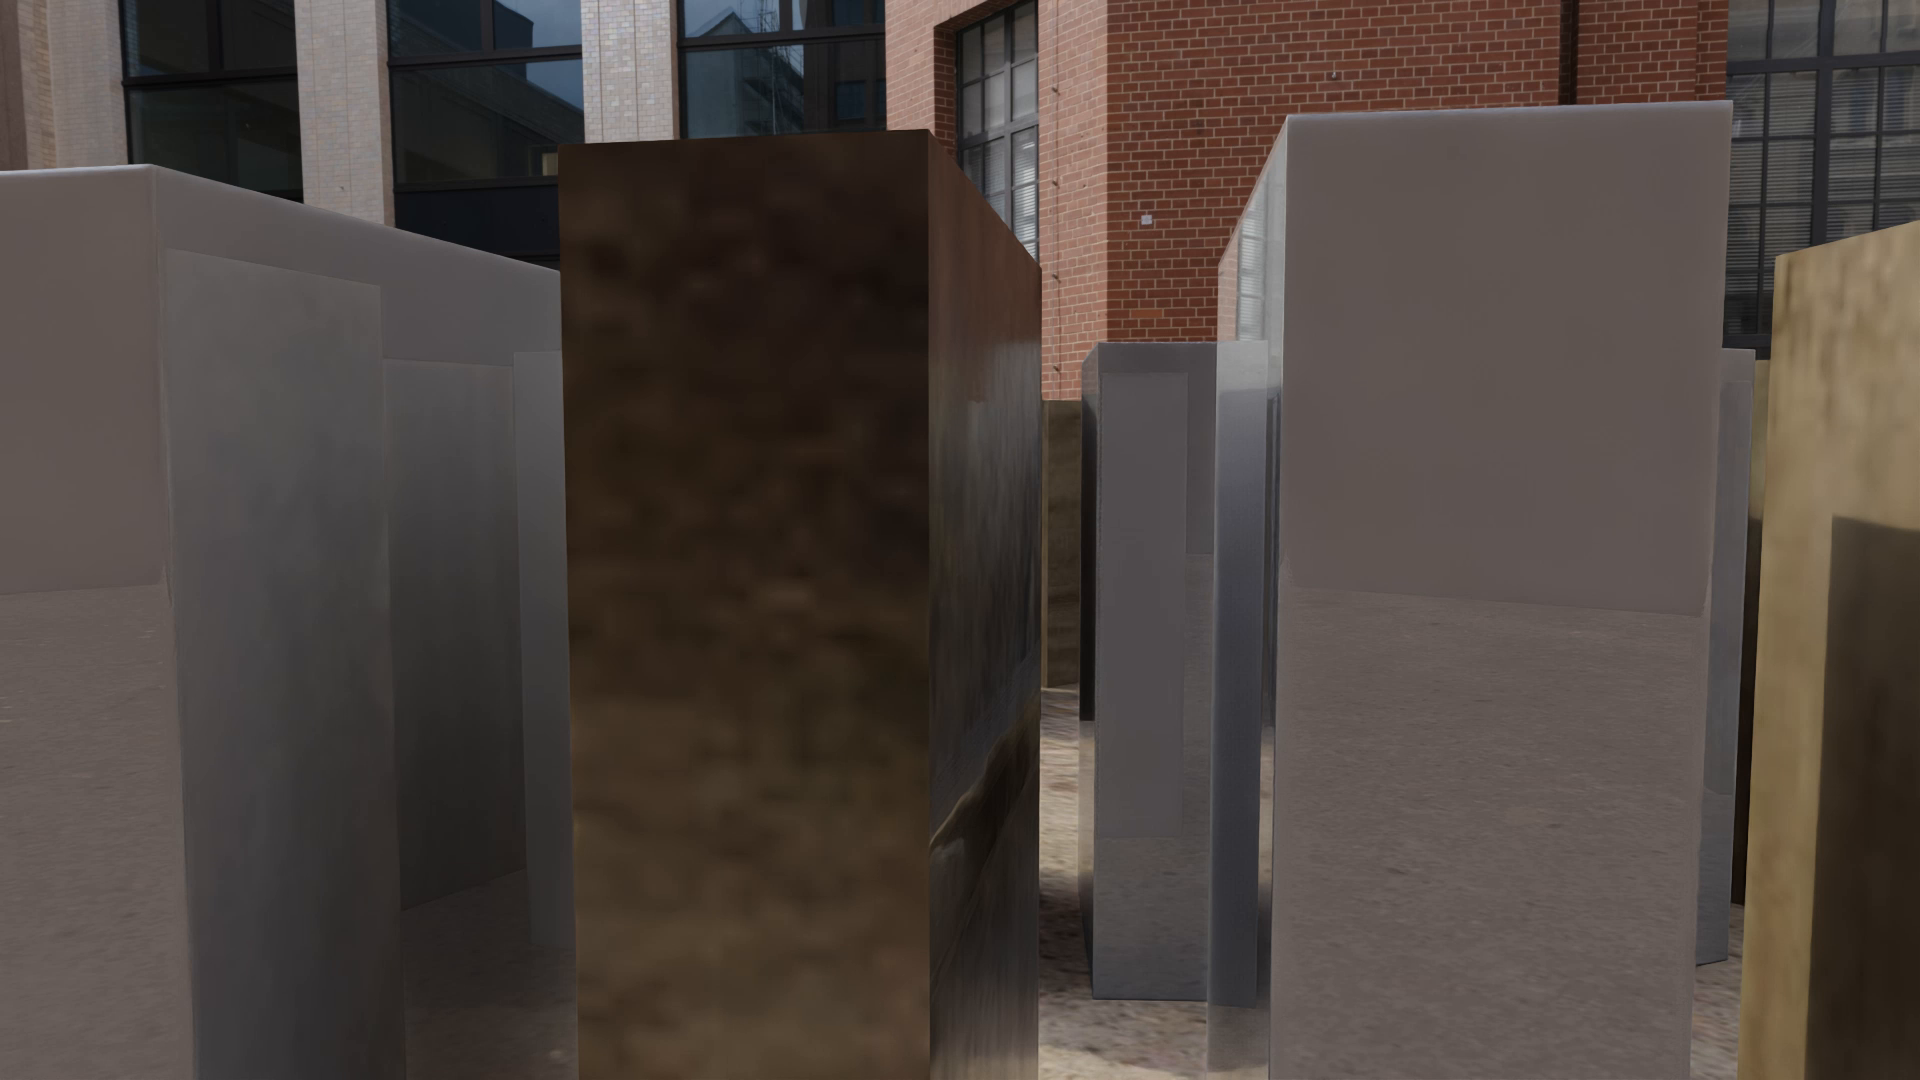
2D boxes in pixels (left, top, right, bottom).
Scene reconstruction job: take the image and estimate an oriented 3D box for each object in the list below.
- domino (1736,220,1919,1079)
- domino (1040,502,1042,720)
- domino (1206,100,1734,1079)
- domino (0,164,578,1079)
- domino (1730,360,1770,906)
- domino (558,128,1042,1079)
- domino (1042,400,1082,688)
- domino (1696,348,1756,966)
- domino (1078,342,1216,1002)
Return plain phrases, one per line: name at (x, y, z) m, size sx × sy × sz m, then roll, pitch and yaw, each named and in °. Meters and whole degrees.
domino at (0.037, 0.015, 0.041) m, size 0.009 × 0.050 × 0.025 m, roll 0°, pitch 4°, yaw 3°
domino at (0.000, 0.002, 0.201) m, size 0.025 × 0.050 × 0.009 m, roll 0°, pitch 4°, yaw 0°
domino at (0.014, 0.014, 0.043) m, size 0.009 × 0.050 × 0.025 m, roll 1°, pitch 4°, yaw 8°
domino at (-0.024, 0.014, 0.049) m, size 0.009 × 0.050 × 0.025 m, roll 1°, pitch 4°, yaw 11°
domino at (0.072, 0.008, 0.124) m, size 0.009 × 0.050 × 0.025 m, roll -4°, pitch 6°, yaw -40°
domino at (-0.003, 0.014, 0.046) m, size 0.009 × 0.050 × 0.025 m, roll 1°, pitch 4°, yaw 10°
domino at (0.011, 0.000, 0.235) m, size 0.009 × 0.050 × 0.025 m, roll -4°, pitch 6°, yaw -40°
domino at (0.054, 0.009, 0.114) m, size 0.010 × 0.050 × 0.025 m, roll -2°, pitch 5°, yaw -21°
domino at (0.015, 0.009, 0.109) m, size 0.009 × 0.050 × 0.025 m, roll 0°, pitch 4°, yaw 3°
